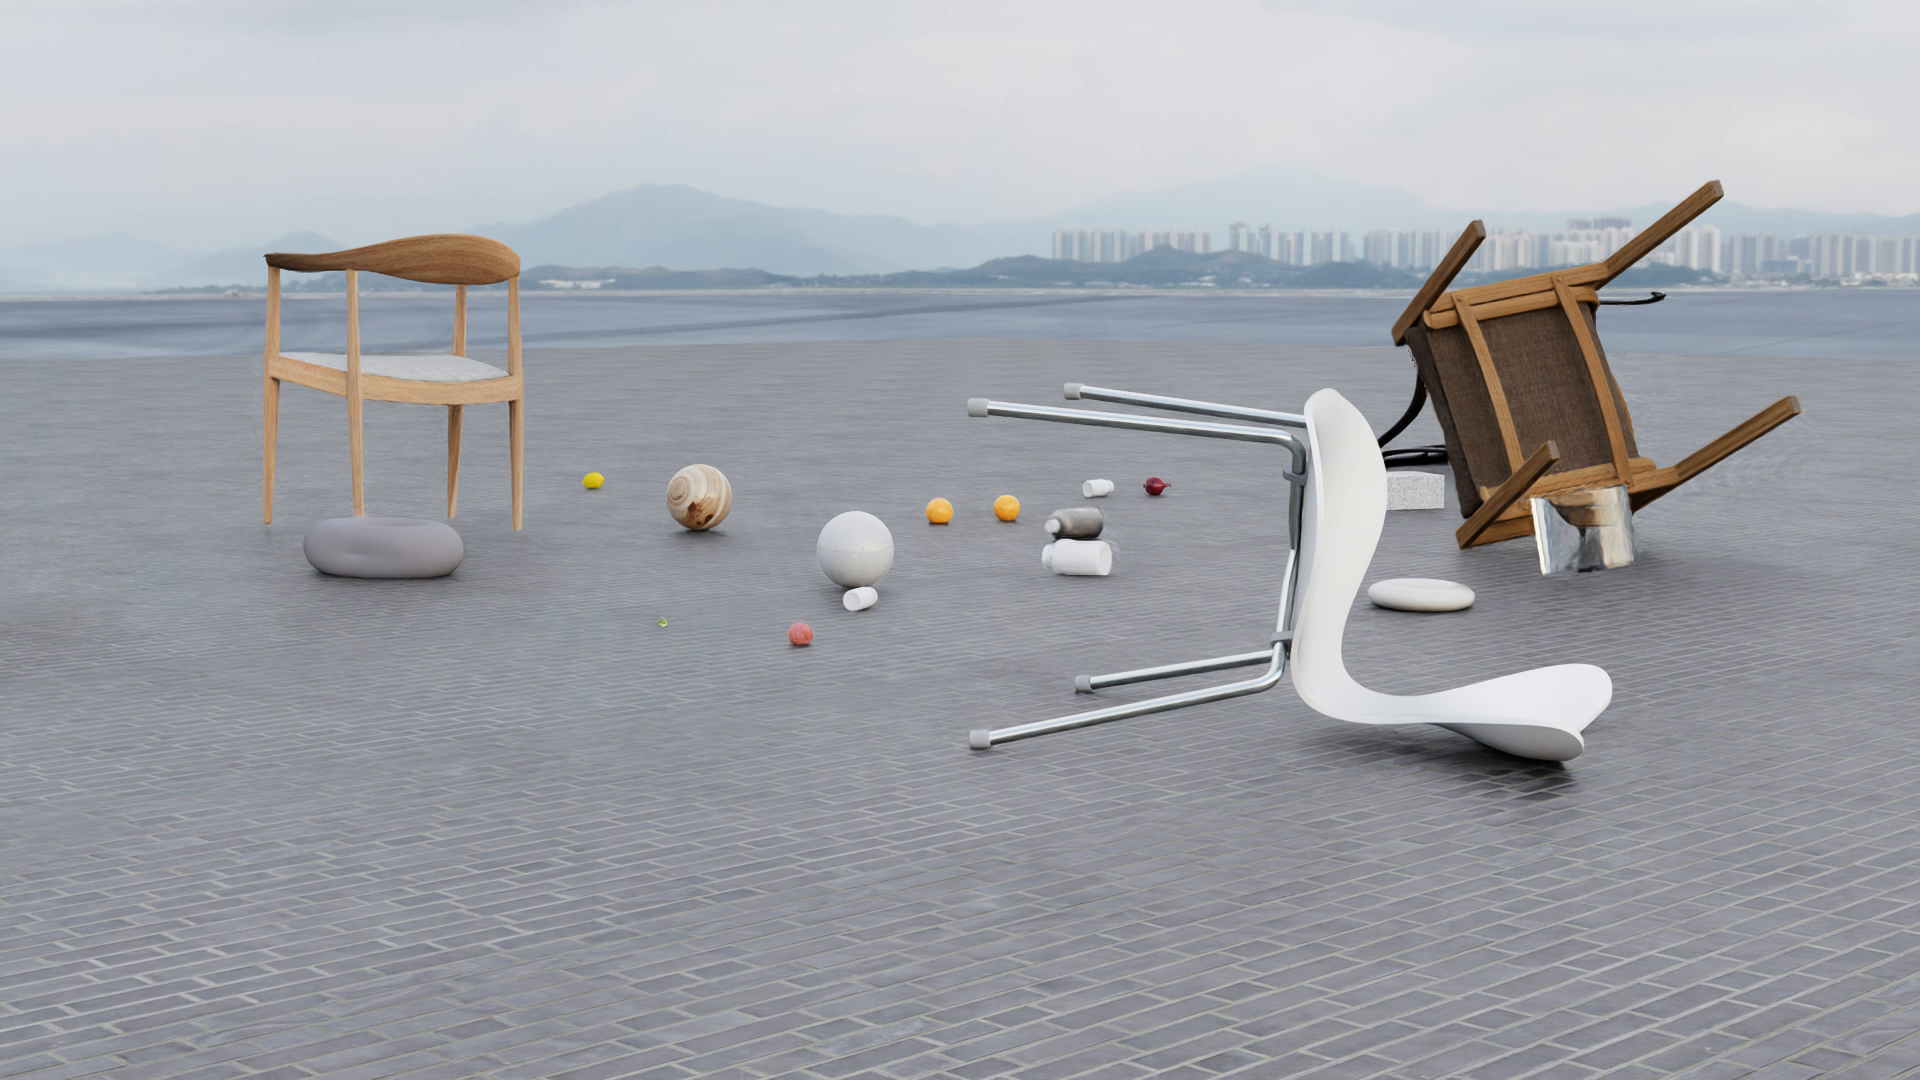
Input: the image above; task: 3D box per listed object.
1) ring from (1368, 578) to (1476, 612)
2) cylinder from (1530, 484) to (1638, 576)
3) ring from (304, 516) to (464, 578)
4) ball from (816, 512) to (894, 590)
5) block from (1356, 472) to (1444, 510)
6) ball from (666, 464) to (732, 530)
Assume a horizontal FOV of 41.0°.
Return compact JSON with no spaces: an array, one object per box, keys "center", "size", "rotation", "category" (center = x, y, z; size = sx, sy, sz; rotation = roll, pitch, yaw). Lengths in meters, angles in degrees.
[{"center":[0.921,0.110,5.126],"size":[0.211,0.046,0.230],"rotation":[0,7,-3],"category":"ring"},{"center":[1.371,-0.023,5.634],"size":[0.208,0.171,0.193],"rotation":[-8,2,18],"category":"cylinder"},{"center":[-1.279,0.017,5.688],"size":[0.388,0.117,0.226],"rotation":[3,8,20],"category":"ring"},{"center":[-0.220,0.021,5.404],"size":[0.164,0.164,0.164],"rotation":[0,6,0],"category":"ball"},{"center":[1.260,-0.143,7.343],"size":[0.187,0.093,0.175],"rotation":[-2,6,-18],"category":"block"},{"center":[-0.675,-0.111,6.649],"size":[0.172,0.172,0.172],"rotation":[0,6,0],"category":"ball"}]
